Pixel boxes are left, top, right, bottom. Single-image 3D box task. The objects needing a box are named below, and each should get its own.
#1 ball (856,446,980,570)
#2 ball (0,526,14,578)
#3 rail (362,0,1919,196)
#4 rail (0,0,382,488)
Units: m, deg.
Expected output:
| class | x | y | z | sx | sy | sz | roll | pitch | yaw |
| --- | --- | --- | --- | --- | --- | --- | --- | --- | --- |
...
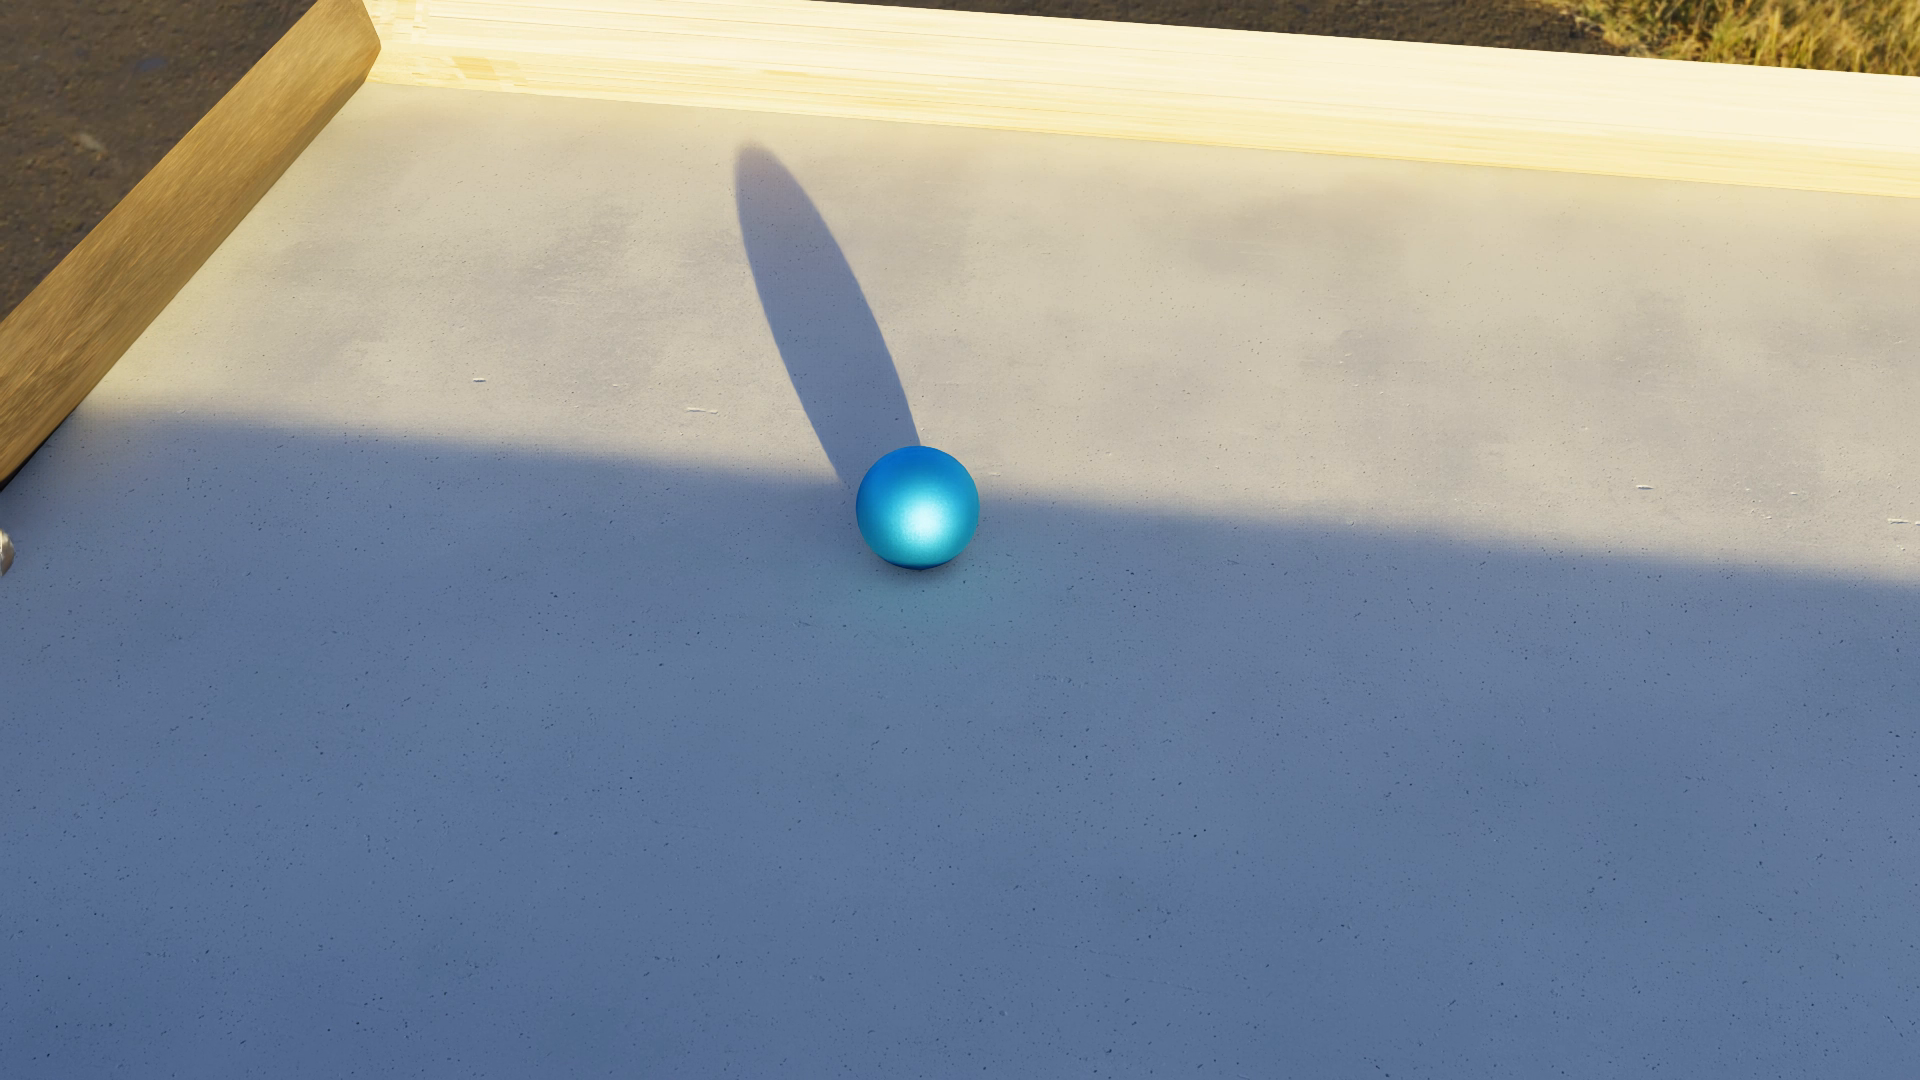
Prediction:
| class | x | y | z | sx | sy | sz | roll | pitch | yaw |
| --- | --- | --- | --- | --- | --- | --- | --- | --- | --- |
| ball | -0.033 | -0.025 | 1.998 | 0.097 | 0.097 | 0.097 | 0 | 34 | 0 |
| ball | -0.759 | 0.009 | 1.989 | 0.049 | 0.049 | 0.049 | 0 | 34 | 0 |
| rail | 0.923 | -0.382 | 2.496 | 3.195 | 0.126 | 0.045 | 6 | 35 | 8 |
| rail | -0.763 | -0.098 | 2.077 | 0.045 | 0.126 | 1.626 | 6 | 35 | 8 |
